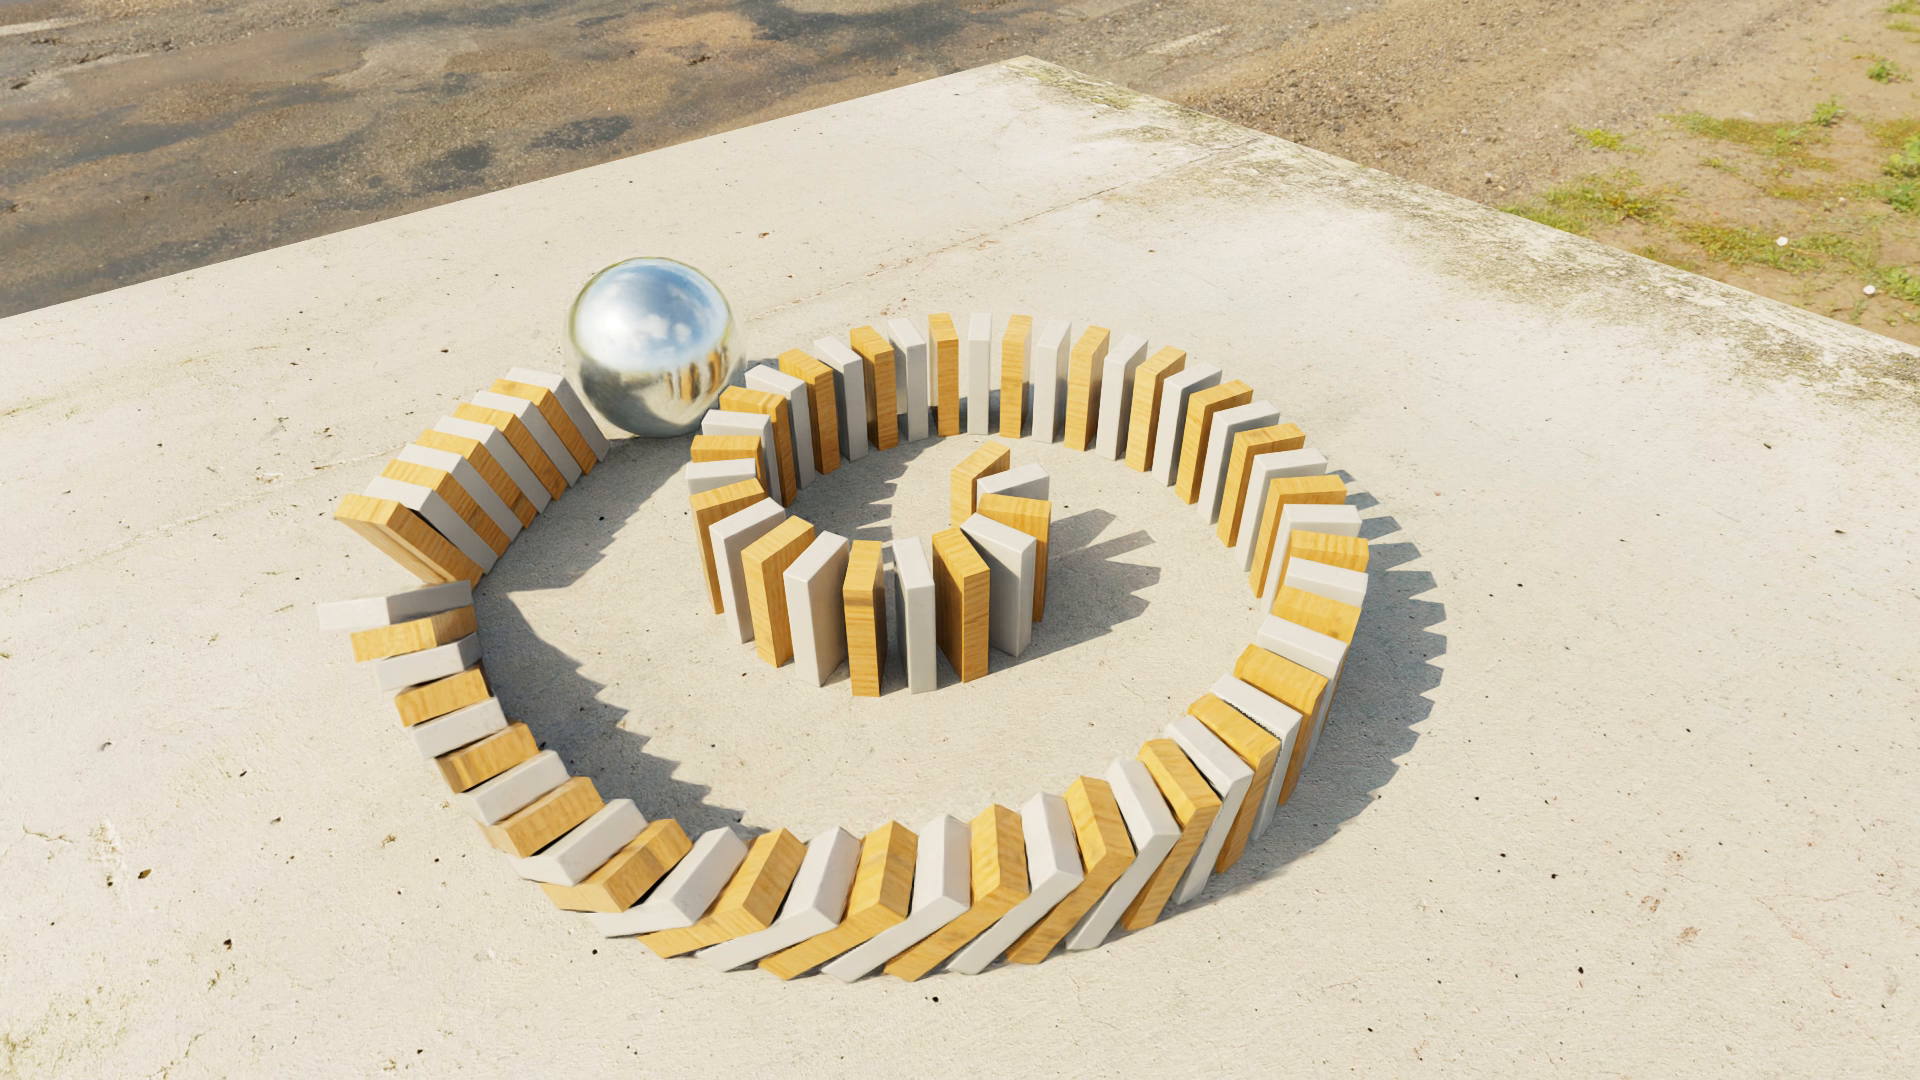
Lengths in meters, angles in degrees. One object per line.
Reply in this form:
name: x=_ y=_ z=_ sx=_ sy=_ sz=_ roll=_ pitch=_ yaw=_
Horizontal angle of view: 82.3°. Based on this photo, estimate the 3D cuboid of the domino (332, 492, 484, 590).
domino: x=-0.203 y=0.001 z=0.408 sx=0.025 sy=0.050 sz=0.009 roll=8 pitch=63 yaw=20

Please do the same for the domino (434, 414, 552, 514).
domino: x=-0.190 y=-0.030 z=0.448 sx=0.025 sy=0.050 sz=0.010 roll=12 pitch=62 yaw=15

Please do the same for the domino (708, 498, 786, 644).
domino: x=-0.074 y=0.012 z=0.397 sx=0.025 sy=0.050 sz=0.010 roll=-29 pitch=48 yaw=-31

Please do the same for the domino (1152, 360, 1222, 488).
domino: x=0.097 y=-0.049 z=0.472 sx=0.025 sy=0.050 sz=0.009 roll=-26 pitch=46 yaw=-28

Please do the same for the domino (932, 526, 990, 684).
domino: x=0.000 y=0.023 z=0.383 sx=0.010 sy=0.050 sz=0.025 roll=-17 pitch=42 yaw=-20

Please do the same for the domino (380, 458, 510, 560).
domino: x=-0.198 y=-0.011 z=0.425 sx=0.025 sy=0.050 sz=0.009 roll=12 pitch=62 yaw=14

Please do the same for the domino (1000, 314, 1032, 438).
domino: x=0.026 y=-0.074 z=0.502 sx=0.009 sy=0.050 sz=0.025 roll=8 pitch=40 yaw=9

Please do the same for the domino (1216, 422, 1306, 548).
domino: x=0.119 y=-0.021 z=0.437 sx=0.025 sy=0.050 sz=0.009 roll=-11 pitch=41 yaw=-13

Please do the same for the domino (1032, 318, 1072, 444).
domino: x=0.042 y=-0.072 z=0.499 sx=0.009 sy=0.050 sz=0.025 roll=12 pitch=41 yaw=14

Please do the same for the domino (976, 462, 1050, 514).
domino: x=0.020 y=-0.003 z=0.416 sx=0.025 sy=0.050 sz=0.009 roll=-17 pitch=42 yaw=-20

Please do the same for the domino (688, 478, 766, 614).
domino: x=-0.083 y=0.003 z=0.408 sx=0.025 sy=0.050 sz=0.009 roll=-17 pitch=42 yaw=-20

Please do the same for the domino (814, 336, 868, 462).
domino: x=-0.053 y=-0.062 z=0.488 sx=0.009 sy=0.050 sz=0.025 roll=-25 pitch=45 yaw=-27

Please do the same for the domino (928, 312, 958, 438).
domino: x=-0.007 y=-0.075 z=0.503 sx=0.010 sy=0.050 sz=0.025 roll=-7 pitch=40 yaw=-8

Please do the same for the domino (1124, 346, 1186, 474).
domino: x=0.085 y=-0.057 z=0.481 sx=0.009 sy=0.050 sz=0.025 roll=28 pitch=47 yaw=30

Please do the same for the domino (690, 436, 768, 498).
domino: x=-0.089 y=-0.018 z=0.433 sx=0.025 sy=0.050 sz=0.010 roll=0 pitch=39 yaw=1

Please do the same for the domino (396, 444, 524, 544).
domino: x=-0.196 y=-0.018 z=0.433 sx=0.025 sy=0.050 sz=0.010 roll=12 pitch=62 yaw=15

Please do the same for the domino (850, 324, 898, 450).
domino: x=-0.038 y=-0.068 z=0.495 sx=0.010 sy=0.050 sz=0.025 roll=-19 pitch=43 yaw=-22

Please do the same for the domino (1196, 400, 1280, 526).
domino: x=0.113 y=-0.031 z=0.449 sx=0.025 sy=0.050 sz=0.009 roll=-15 pitch=42 yaw=-17

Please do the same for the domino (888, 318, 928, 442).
domino: x=-0.023 y=-0.072 z=0.500 sx=0.010 sy=0.050 sz=0.025 roll=-14 pitch=41 yaw=-16

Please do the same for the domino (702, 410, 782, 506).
domino: x=-0.088 y=-0.028 z=0.446 sx=0.025 sy=0.050 sz=0.009 roll=6 pitch=40 yaw=7

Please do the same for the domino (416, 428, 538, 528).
domino: x=-0.193 y=-0.024 z=0.440 sx=0.025 sy=0.050 sz=0.009 roll=12 pitch=62 yaw=15

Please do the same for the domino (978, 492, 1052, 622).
domino: x=0.019 y=0.007 z=0.403 sx=0.025 sy=0.050 sz=0.010 roll=8 pitch=40 yaw=9

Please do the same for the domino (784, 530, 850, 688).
domino: x=-0.048 y=0.024 z=0.382 sx=0.009 sy=0.050 sz=0.025 roll=18 pitch=43 yaw=21

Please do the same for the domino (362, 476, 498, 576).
domino: x=-0.200 y=-0.005 z=0.417 sx=0.025 sy=0.050 sz=0.009 roll=12 pitch=62 yaw=14

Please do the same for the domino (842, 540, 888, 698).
domino: x=-0.032 y=0.027 z=0.378 sx=0.009 sy=0.050 sz=0.025 roll=2 pitch=39 yaw=3

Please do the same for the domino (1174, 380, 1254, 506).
domino: x=0.106 y=-0.041 z=0.461 sx=0.025 sy=0.050 sz=0.010 roll=-19 pitch=43 yaw=-22

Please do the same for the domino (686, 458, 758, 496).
domino: x=-0.088 y=-0.007 z=0.420 sx=0.025 sy=0.050 sz=0.010 roll=-5 pitch=40 yaw=-6

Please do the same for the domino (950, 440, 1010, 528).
domino: x=0.008 y=-0.011 z=0.425 sx=0.010 sy=0.050 sz=0.025 roll=25 pitch=46 yaw=27

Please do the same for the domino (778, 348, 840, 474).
domino: x=-0.065 y=-0.056 z=0.479 sx=0.010 sy=0.050 sz=0.025 roll=-31 pitch=48 yaw=-32

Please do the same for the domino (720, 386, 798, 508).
domino: x=-0.084 y=-0.038 z=0.458 sx=0.025 sy=0.050 sz=0.009 roll=12 pitch=41 yaw=15

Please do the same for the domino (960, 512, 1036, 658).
domino: x=0.013 y=0.017 z=0.391 sx=0.025 sy=0.050 sz=0.009 roll=23 pitch=45 yaw=26

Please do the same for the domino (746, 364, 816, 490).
domino: x=-0.076 y=-0.048 z=0.470 sx=0.025 sy=0.050 sz=0.009 roll=23 pitch=45 yaw=26

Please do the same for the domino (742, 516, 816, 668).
domino: x=-0.062 y=0.019 z=0.389 sx=0.009 sy=0.050 sz=0.025 roll=26 pitch=46 yaw=28

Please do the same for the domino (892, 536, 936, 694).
domino: x=-0.016 y=0.027 z=0.379 sx=0.010 sy=0.050 sz=0.025 roll=-8 pitch=40 yaw=-10

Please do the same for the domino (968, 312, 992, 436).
domino: x=0.009 y=-0.076 z=0.504 sx=0.009 sy=0.050 sz=0.025 roll=2 pitch=39 yaw=3

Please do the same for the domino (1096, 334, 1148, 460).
domino: x=0.072 y=-0.063 z=0.488 sx=0.009 sy=0.050 sz=0.025 roll=21 pitch=44 yaw=24

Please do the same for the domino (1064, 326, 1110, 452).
domino: x=0.057 y=-0.068 z=0.494 sx=0.009 sy=0.050 sz=0.025 roll=16 pitch=42 yaw=19
